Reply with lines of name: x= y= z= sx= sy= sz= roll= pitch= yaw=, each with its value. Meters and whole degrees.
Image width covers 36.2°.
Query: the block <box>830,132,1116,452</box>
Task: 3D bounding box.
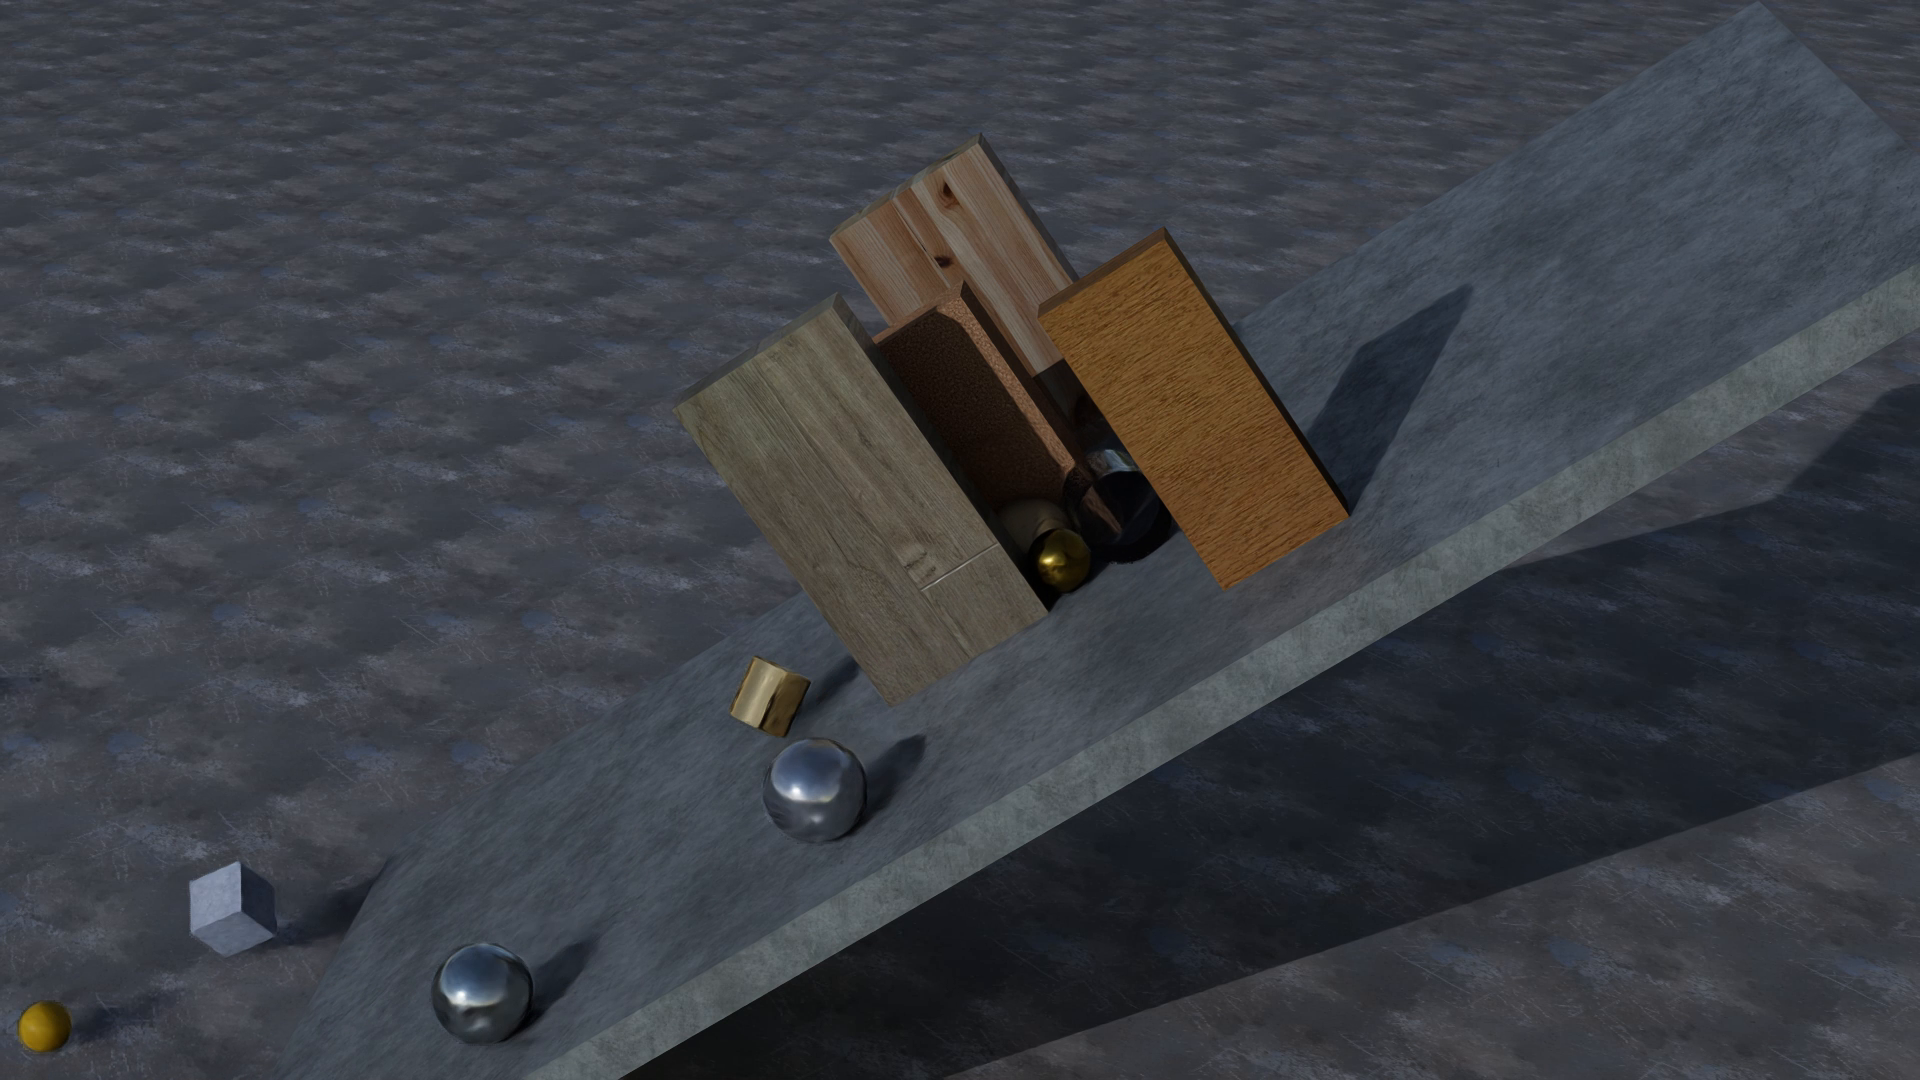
block: x=0.083 y=-0.520 z=6.872 sx=0.415 sy=0.751 sz=0.112 roll=-32 pitch=16 yaw=14

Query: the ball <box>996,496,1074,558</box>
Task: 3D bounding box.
ball: x=0.151 y=-0.001 z=6.235 sx=0.185 sy=0.185 sz=0.185 roll=0 pitch=21 yaw=0

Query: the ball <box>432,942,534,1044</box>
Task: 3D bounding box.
ball: x=-0.950 y=0.902 z=5.855 sx=0.202 sy=0.202 sz=0.202 roll=0 pitch=21 yaw=0

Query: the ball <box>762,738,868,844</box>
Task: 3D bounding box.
ball: x=-0.279 y=0.483 z=5.676 sx=0.204 sy=0.204 sz=0.204 roll=0 pitch=21 yaw=0

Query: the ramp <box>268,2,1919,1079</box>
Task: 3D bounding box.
ramp: x=0.138 y=0.172 z=6.300 sx=4.000 sy=0.100 sz=2.000 roll=-32 pitch=16 yaw=14

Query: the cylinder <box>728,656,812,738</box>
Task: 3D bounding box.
cylinder: x=-0.415 y=0.342 z=6.418 sx=0.138 sy=0.138 sz=0.138 roll=24 pitch=-1 yaw=0

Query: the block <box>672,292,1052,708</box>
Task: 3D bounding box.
block: x=-0.196 y=-0.076 z=6.071 sx=0.399 sy=0.784 sz=0.114 roll=-32 pitch=16 yaw=14

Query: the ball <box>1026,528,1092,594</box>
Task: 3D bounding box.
ball: x=0.206 y=0.043 z=6.092 sx=0.135 sy=0.135 sz=0.135 roll=0 pitch=21 yaw=0

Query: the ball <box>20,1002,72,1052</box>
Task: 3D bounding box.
ball: x=-2.136 y=1.138 z=6.871 sx=0.117 sy=0.117 sz=0.117 roll=0 pitch=21 yaw=0

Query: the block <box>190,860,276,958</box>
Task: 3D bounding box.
block: x=-1.790 y=0.910 z=7.242 sx=0.147 sy=0.147 sz=0.147 roll=-24 pitch=49 yaw=13

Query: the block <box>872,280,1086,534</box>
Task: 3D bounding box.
block: x=-0.006 y=-0.187 z=6.343 sx=0.433 sy=0.603 sz=0.128 roll=-32 pitch=16 yaw=14

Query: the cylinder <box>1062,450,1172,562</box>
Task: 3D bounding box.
cylinder: x=0.322 y=-0.070 z=6.068 sx=0.194 sy=0.194 sz=0.194 roll=-3 pitch=14 yaw=-7

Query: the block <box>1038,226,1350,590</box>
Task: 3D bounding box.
block: x=0.437 y=-0.241 z=5.485 sx=0.277 sy=0.638 sz=0.094 roll=-32 pitch=16 yaw=14
